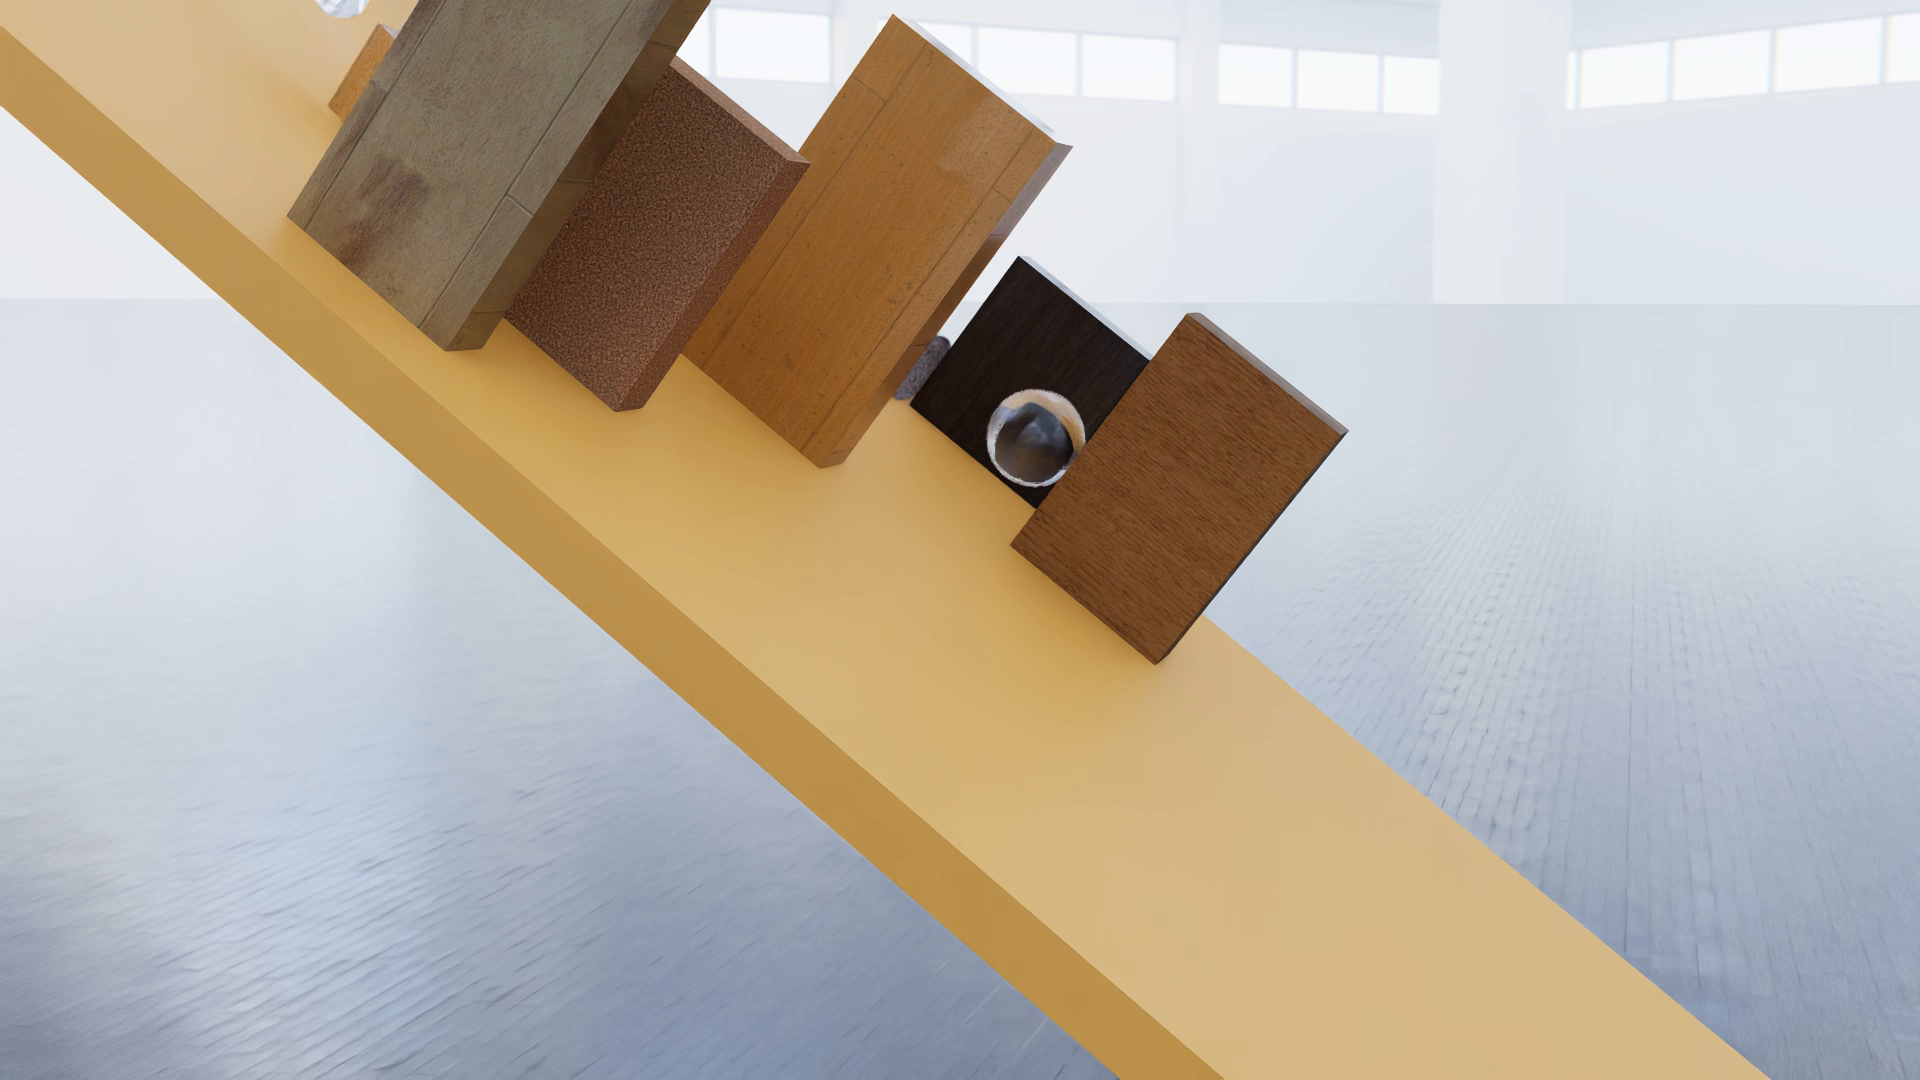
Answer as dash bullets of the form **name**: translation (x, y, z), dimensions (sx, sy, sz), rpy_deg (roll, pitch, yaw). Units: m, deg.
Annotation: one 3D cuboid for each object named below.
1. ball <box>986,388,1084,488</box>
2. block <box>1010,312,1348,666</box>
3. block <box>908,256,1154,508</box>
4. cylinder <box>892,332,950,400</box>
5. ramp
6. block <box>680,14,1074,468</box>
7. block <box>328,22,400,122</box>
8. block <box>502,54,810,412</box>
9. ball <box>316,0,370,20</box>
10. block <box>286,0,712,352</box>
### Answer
- **ball**: translation (0.153, -0.207, 4.452), dimensions (0.200, 0.200, 0.200), rpy_deg (0, 7, 0)
- **block**: translation (0.433, -0.103, 4.381), dimensions (0.379, 0.587, 0.134), rpy_deg (40, 16, 9)
- **block**: translation (0.168, -0.336, 4.795), dimensions (0.393, 0.410, 0.082), rpy_deg (40, 16, 9)
- **cylinder**: translation (-0.145, -0.431, 4.828), dimensions (0.176, 0.176, 0.176), rpy_deg (44, 27, 22)
- **ramp**: translation (-0.042, 0.099, 4.059), dimensions (4.000, 0.100, 2.000), rpy_deg (40, 16, 9)
- **block**: translation (-0.171, -0.542, 4.050), dimensions (0.381, 0.739, 0.126), rpy_deg (40, 16, 9)
- **block**: translation (-0.998, -0.799, 4.031), dimensions (0.182, 0.182, 0.182), rpy_deg (45, 17, 25)
- **block**: translation (-0.535, -0.520, 3.633), dimensions (0.342, 0.509, 0.106), rpy_deg (40, 16, 9)
- **ball**: translation (-1.184, -1.053, 4.211), dimensions (0.108, 0.108, 0.108), rpy_deg (0, 7, 0)
- **block**: translation (-0.680, -0.699, 3.349), dimensions (0.342, 0.769, 0.114), rpy_deg (40, 16, 9)
